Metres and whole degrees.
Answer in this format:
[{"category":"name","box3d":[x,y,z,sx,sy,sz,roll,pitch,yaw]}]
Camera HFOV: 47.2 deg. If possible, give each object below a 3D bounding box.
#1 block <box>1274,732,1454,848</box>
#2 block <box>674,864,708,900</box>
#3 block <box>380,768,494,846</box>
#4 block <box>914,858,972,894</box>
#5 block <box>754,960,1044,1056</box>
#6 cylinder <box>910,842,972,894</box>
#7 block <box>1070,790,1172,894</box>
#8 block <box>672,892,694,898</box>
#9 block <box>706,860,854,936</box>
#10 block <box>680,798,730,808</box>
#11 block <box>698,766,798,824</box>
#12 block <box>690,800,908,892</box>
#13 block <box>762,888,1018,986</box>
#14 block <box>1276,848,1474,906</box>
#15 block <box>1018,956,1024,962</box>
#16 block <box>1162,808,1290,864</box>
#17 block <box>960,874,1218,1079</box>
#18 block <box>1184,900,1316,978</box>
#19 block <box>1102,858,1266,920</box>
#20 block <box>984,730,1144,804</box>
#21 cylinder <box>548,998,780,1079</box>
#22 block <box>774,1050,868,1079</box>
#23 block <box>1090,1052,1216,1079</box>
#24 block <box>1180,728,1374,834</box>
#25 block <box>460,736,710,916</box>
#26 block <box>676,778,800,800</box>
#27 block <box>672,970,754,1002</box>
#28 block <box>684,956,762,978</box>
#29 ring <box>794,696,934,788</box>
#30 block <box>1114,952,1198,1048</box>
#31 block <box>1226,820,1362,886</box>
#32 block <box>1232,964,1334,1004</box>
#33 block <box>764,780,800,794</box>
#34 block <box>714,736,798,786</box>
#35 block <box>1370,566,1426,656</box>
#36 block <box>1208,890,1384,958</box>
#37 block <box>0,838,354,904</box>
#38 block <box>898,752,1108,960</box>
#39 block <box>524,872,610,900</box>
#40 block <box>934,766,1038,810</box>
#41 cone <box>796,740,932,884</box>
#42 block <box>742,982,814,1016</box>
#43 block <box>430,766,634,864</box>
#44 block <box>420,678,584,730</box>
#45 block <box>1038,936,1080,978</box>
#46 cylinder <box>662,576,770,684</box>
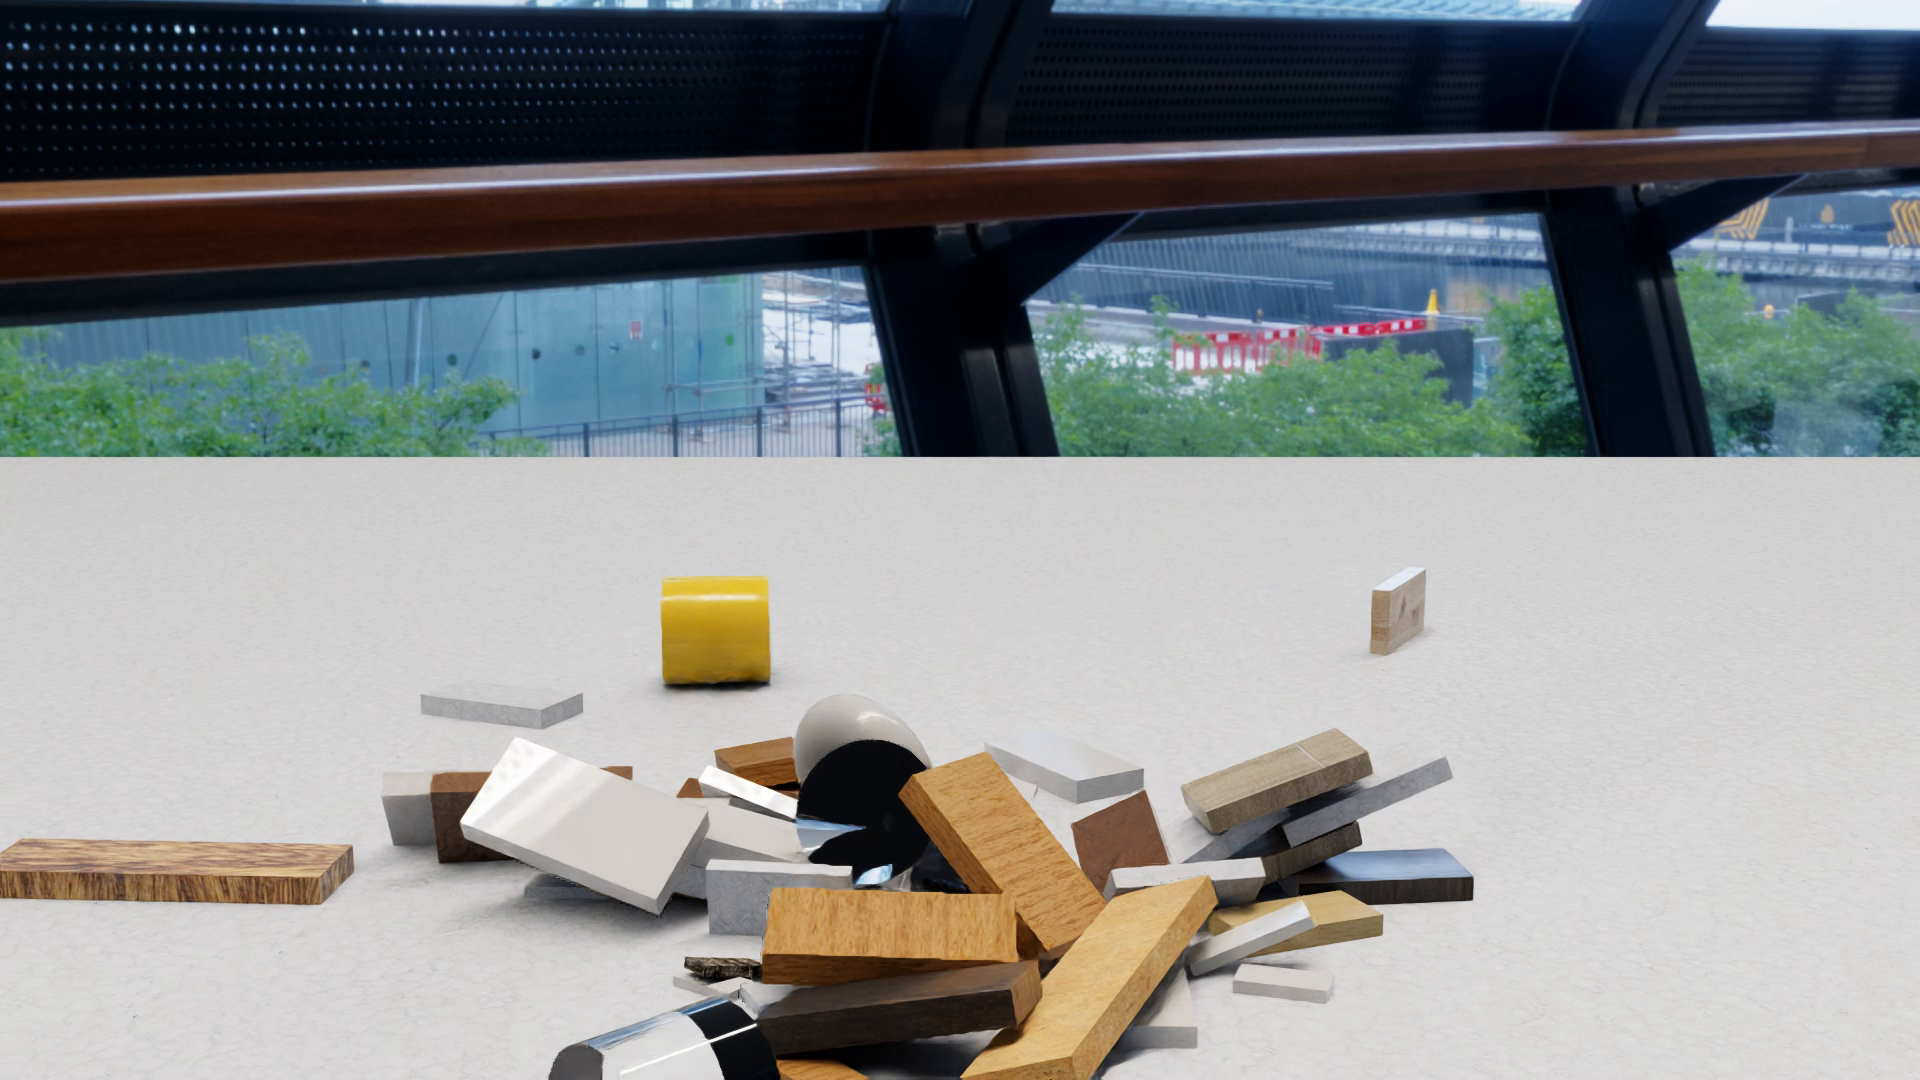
[{"category":"block","box3d":[0.666,0.420,3.713,0.297,0.042,0.149,-23,13,-4]},{"category":"block","box3d":[-0.491,0.521,3.651,0.354,0.050,0.177,14,12,0]},{"category":"block","box3d":[-0.836,0.470,3.881,0.338,0.169,0.048,-1,52,-6]},{"category":"block","box3d":[0.053,0.574,3.657,0.123,0.035,0.247,-10,15,-43]},{"category":"block","box3d":[-0.080,0.638,3.003,0.357,0.051,0.179,-10,-1,13]},{"category":"cylinder","box3d":[0.008,0.554,3.520,0.125,0.125,0.125,-10,14,-43]},{"category":"block","box3d":[0.271,0.520,3.663,0.144,0.041,0.287,-25,17,5]},{"category":"block","box3d":[-0.484,0.570,3.646,0.092,0.013,0.046,13,12,-8]},{"category":"block","box3d":[-0.283,0.568,3.467,0.229,0.114,0.032,1,19,8]},{"category":"block","box3d":[-0.515,0.508,3.779,0.238,0.119,0.034,-1,17,-5]},{"category":"block","box3d":[-0.333,0.475,3.810,0.238,0.119,0.034,19,57,19]},{"category":"block","box3d":[-0.268,0.527,3.640,0.354,0.050,0.177,15,12,3]},{"category":"block","box3d":[-0.100,0.580,3.197,0.360,0.051,0.180,2,22,-1]},{"category":"block","box3d":[0.692,0.566,3.686,0.297,0.042,0.148,-1,11,-7]},{"category":"block","box3d":[0.005,0.641,3.330,0.163,0.023,0.081,-3,11,-17]},{"category":"block","box3d":[0.395,0.502,3.672,0.287,0.041,0.144,-31,17,-15]},{"category":"block","box3d":[0.197,0.623,3.096,0.159,0.045,0.663,-17,5,24]},{"category":"block","box3d":[0.438,0.604,3.333,0.197,0.020,0.070,-23,10,3]},{"category":"block","box3d":[0.351,0.562,3.496,0.247,0.123,0.035,-2,50,-13]},{"category":"block","box3d":[0.202,0.445,4.328,0.159,0.045,0.319,-7,12,-32]},{"category":"cylinder","box3d":[-0.356,0.677,2.649,0.202,0.202,0.202,-10,15,-43]},{"category":"block","box3d":[-0.194,0.715,2.930,0.081,0.023,0.163,-8,13,-36]},{"category":"block","box3d":[0.301,0.739,2.727,0.179,0.051,0.359,-8,13,-36]},{"category":"block","box3d":[0.524,0.398,3.651,0.287,0.041,0.144,-19,14,-7]},{"category":"block","box3d":[-0.602,0.457,3.538,0.354,0.050,0.177,19,54,14]},{"category":"block","box3d":[-0.408,0.494,3.944,0.238,0.034,0.119,5,41,25]},{"category":"block","box3d":[-0.365,0.658,3.259,0.113,0.016,0.057,8,13,36]},{"category":"block","box3d":[-0.349,0.638,3.283,0.113,0.016,0.057,10,-2,-38]},{"category":"ring","box3d":[-0.164,0.413,3.824,0.312,0.312,0.104,10,30,42]},{"category":"block","box3d":[0.275,0.657,3.219,0.114,0.032,0.351,0,11,1]},{"category":"block","box3d":[0.510,0.527,3.698,0.297,0.042,0.149,-18,13,-23]},{"category":"block","box3d":[0.479,0.656,3.257,0.140,0.020,0.070,3,11,18]},{"category":"block","box3d":[-0.262,0.475,4.166,0.157,0.044,0.429,10,14,42]},{"category":"block","box3d":[-0.374,0.428,4.228,0.157,0.044,0.314,-9,3,-13]},{"category":"block","box3d":[1.091,0.174,5.470,0.045,0.159,0.319,5,12,27]},{"category":"block","box3d":[0.531,0.607,3.483,0.247,0.035,0.123,-4,11,-23]},{"category":"block","box3d":[-1.337,0.558,3.710,0.582,0.048,0.169,1,11,3]},{"category":"block","box3d":[0.077,0.498,3.444,0.179,0.051,0.357,-12,54,-47]},{"category":"block","box3d":[-0.650,0.578,3.677,0.140,0.020,0.070,0,11,2]},{"category":"block","box3d":[-0.050,0.468,4.045,0.360,0.051,0.180,10,13,9]},{"category":"cone","box3d":[-0.125,0.477,3.655,0.239,0.239,0.239,3,-19,15]},{"category":"block","box3d":[-0.252,0.661,3.211,0.120,0.017,0.060,-6,22,-31]},{"category":"block","box3d":[-0.736,0.476,3.810,0.338,0.169,0.048,-1,38,-7]},{"category":"block","box3d":[-1.000,0.357,4.803,0.314,0.044,0.157,5,11,24]},{"category":"block","box3d":[0.154,0.628,3.312,0.120,0.060,0.017,-12,56,-47]},{"category":"cylinder","box3d":[-0.561,0.208,5.064,0.242,0.242,0.242,-1,11,-5]}]
